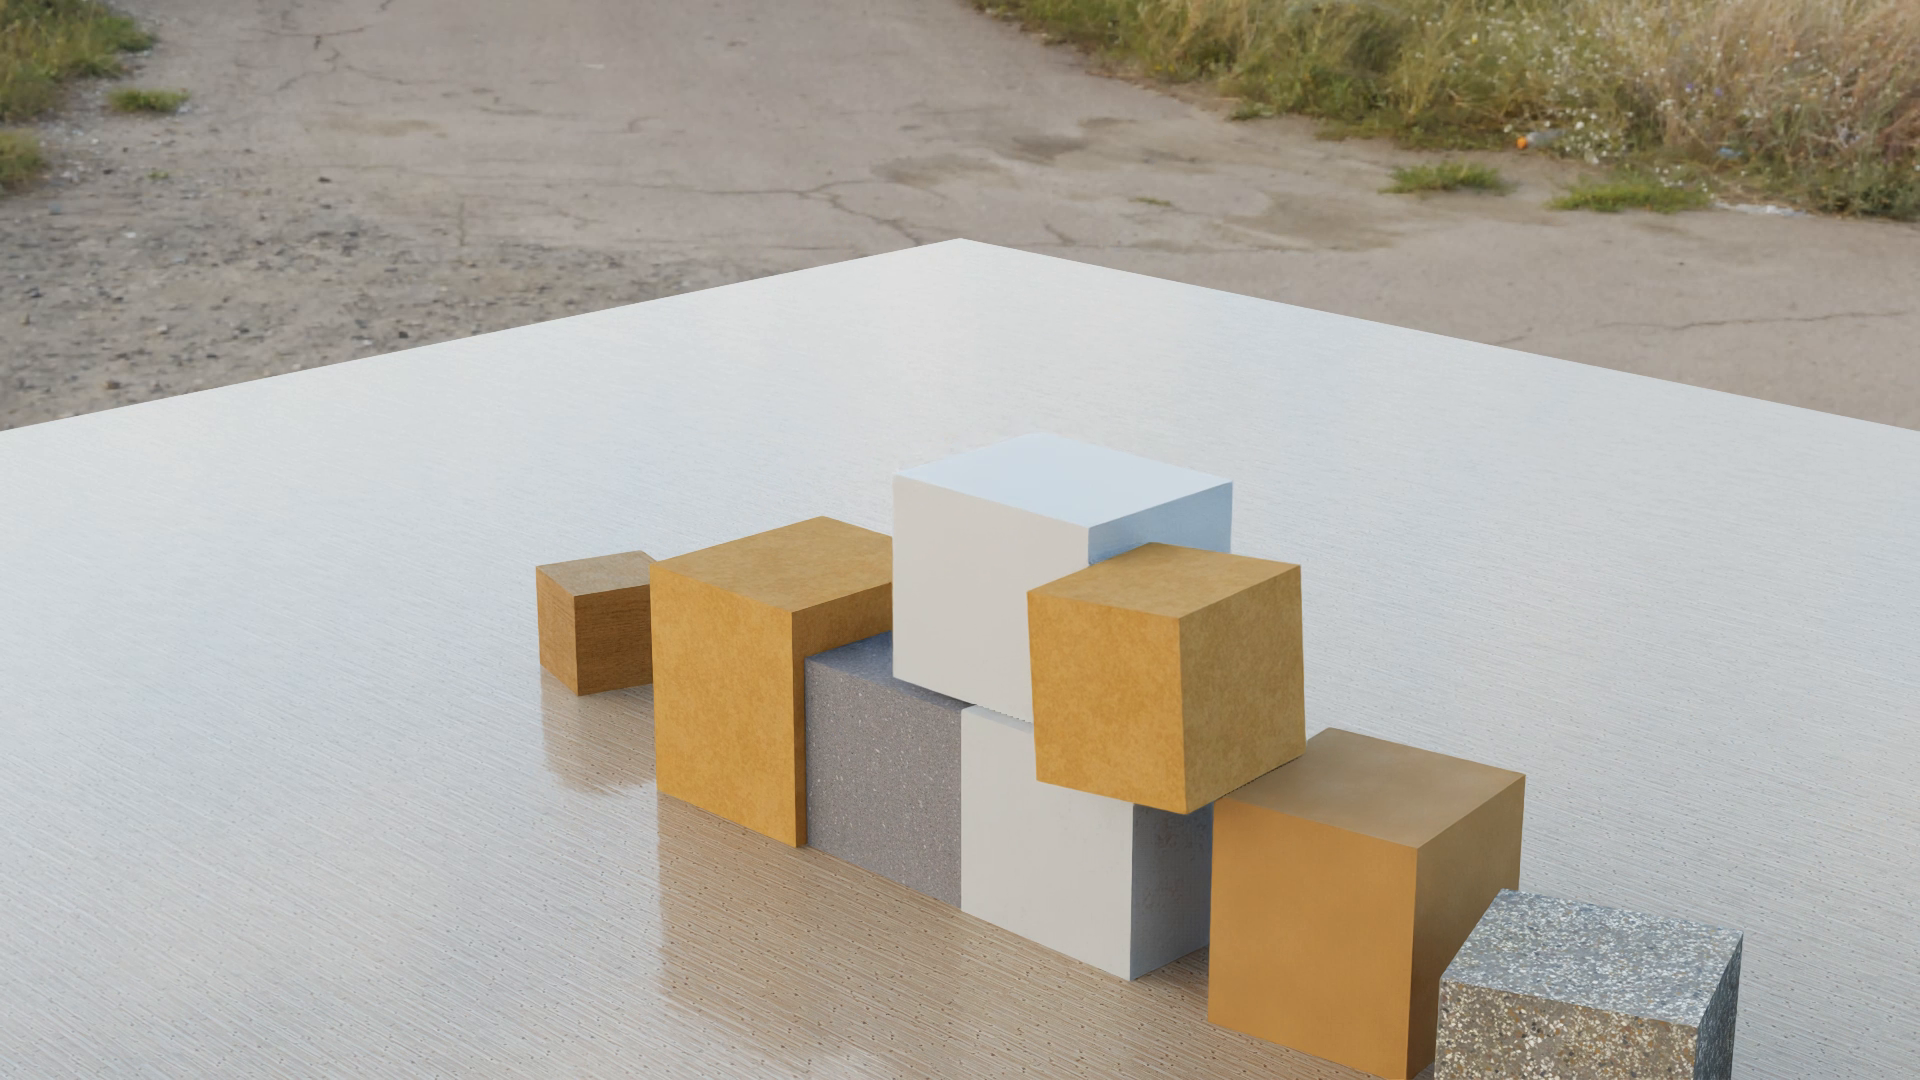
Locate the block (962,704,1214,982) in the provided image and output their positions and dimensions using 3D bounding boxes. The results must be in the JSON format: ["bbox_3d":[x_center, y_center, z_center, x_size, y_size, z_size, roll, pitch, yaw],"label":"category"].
[{"bbox_3d":[0.723,1.196,12.944,1.005,0.957,1.021,17,24,42],"label":"block"}]

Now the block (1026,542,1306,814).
[{"bbox_3d":[0.851,0.545,11.983,0.755,0.810,0.848,9,20,39],"label":"block"}]

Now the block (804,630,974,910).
[{"bbox_3d":[0.001,0.990,13.641,1.006,0.931,1.029,-17,24,-42],"label":"block"}]

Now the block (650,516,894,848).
[{"bbox_3d":[-0.733,0.660,14.300,1.127,1.166,1.023,-17,24,-42],"label":"block"}]

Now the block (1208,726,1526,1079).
[{"bbox_3d":[1.662,1.468,11.997,0.911,1.006,0.940,12,21,34],"label":"block"}]

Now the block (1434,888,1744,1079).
[{"bbox_3d":[2.344,1.908,10.949,0.927,0.793,0.874,8,19,24],"label":"block"}]

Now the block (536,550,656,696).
[{"bbox_3d":[-1.907,0.446,15.985,0.620,0.565,0.585,-9,20,-27],"label":"block"}]

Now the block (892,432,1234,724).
[{"bbox_3d":[0.446,0.178,12.985,1.139,0.953,0.961,16,24,41],"label":"block"}]
